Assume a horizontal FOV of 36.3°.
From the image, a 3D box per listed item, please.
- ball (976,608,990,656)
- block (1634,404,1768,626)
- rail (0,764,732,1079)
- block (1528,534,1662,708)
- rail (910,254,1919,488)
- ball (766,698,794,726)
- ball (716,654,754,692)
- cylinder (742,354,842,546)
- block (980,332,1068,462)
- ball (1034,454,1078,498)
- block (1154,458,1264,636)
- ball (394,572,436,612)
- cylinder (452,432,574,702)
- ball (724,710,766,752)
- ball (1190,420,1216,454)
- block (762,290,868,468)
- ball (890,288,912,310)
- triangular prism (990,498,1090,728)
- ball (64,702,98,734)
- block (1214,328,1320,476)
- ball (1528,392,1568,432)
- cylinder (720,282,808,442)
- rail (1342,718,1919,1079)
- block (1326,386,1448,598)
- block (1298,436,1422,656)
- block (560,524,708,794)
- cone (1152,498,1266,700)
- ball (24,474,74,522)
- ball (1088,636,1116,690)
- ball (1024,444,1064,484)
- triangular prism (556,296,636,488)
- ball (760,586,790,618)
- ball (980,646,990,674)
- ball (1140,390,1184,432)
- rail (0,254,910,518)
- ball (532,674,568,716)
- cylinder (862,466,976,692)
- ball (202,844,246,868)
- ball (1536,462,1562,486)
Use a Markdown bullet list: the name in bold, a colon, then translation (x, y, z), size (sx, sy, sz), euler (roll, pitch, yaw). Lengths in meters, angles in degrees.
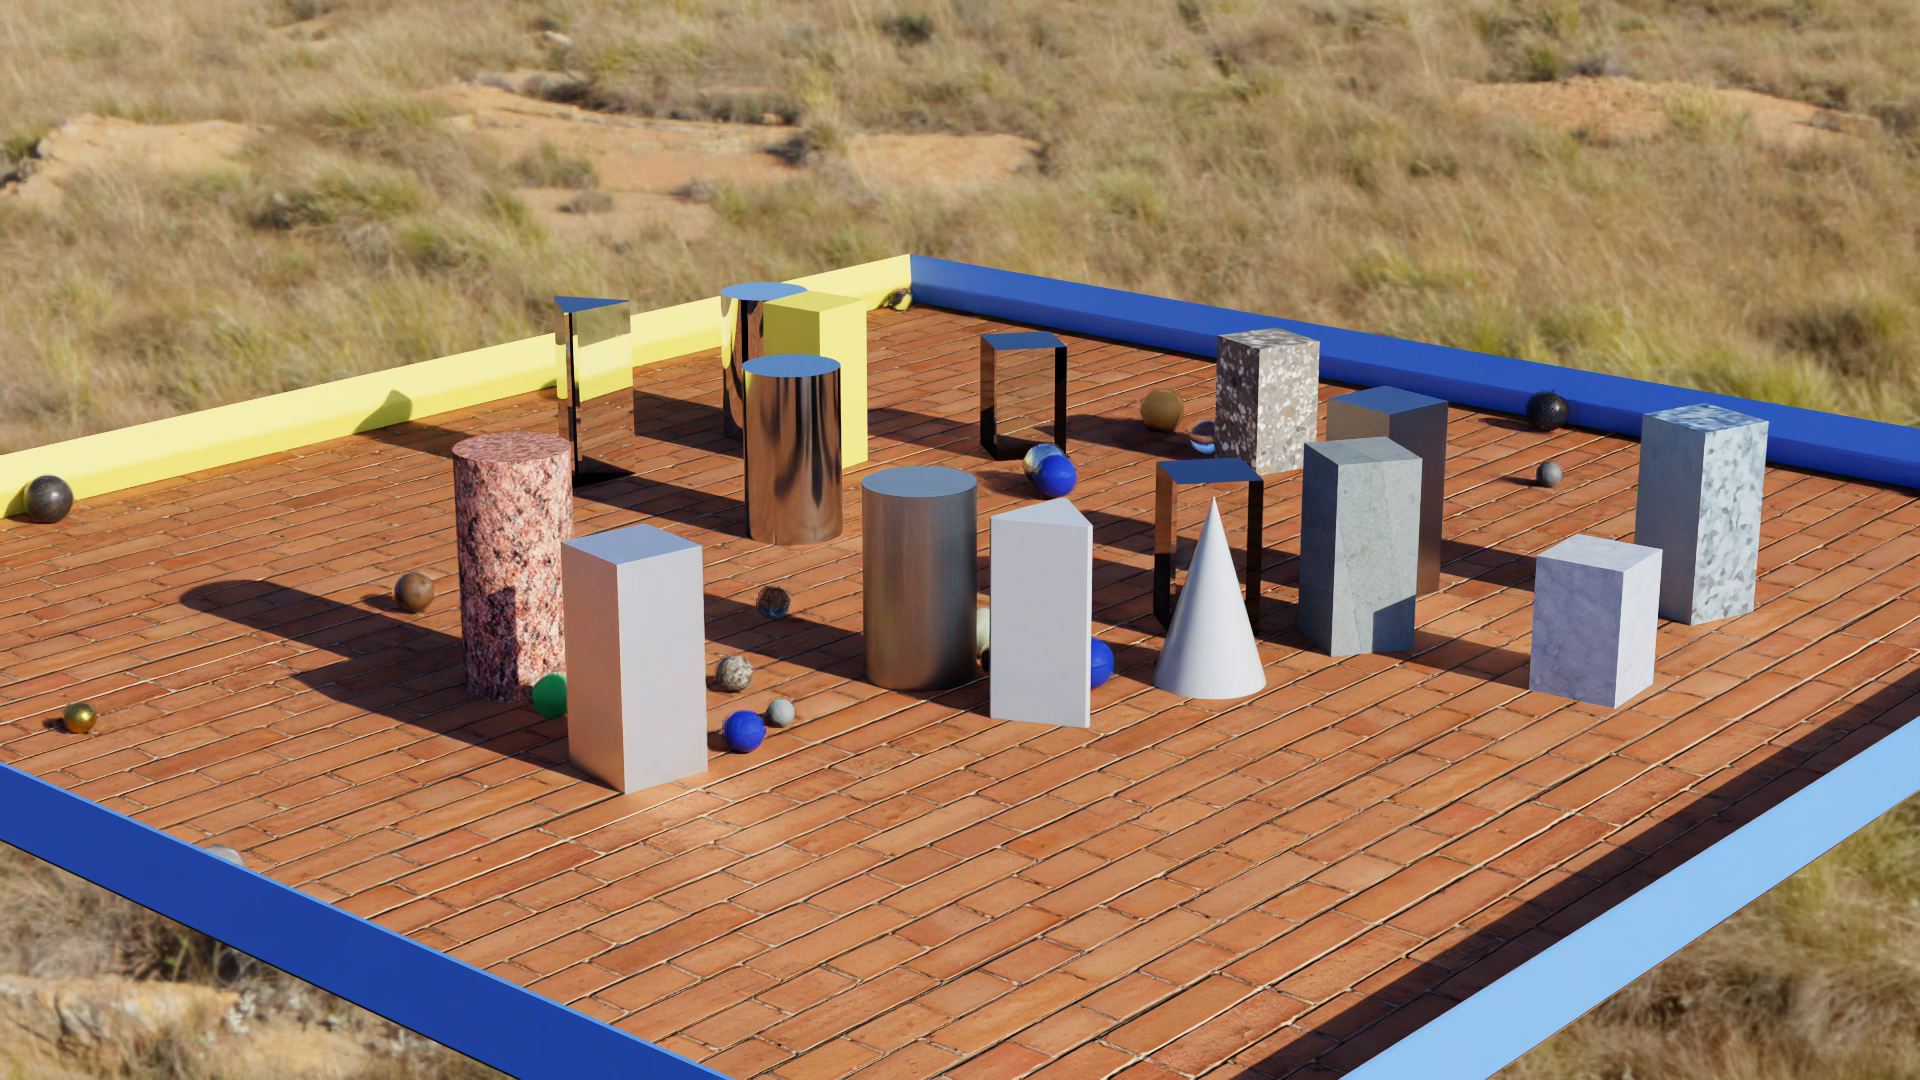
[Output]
- **ball**: translation (0.040, 0.150, 4.797), size (0.079, 0.079, 0.079), euler (0, 17, 0)
- **block**: translation (1.258, -0.045, 4.995), size (0.146, 0.337, 0.146), euler (-10, 20, -30)
- **rail**: translation (-1.116, 0.402, 3.891), size (3.334, 0.118, 0.045), euler (14, 22, 39)
- **block**: translation (1.002, 0.126, 4.625), size (0.146, 0.223, 0.146), euler (12, 21, 34)
- **rail**: translation (1.116, -0.343, 6.351), size (3.334, 0.118, 0.045), euler (14, 22, 39)
- **ball**: translation (-0.274, 0.264, 4.483), size (0.042, 0.042, 0.042), euler (0, 17, 0)
- **ball**: translation (-0.356, 0.210, 4.632), size (0.058, 0.058, 0.058), euler (0, 17, 0)
- **cylinder**: translation (-0.310, -0.168, 5.434), size (0.182, 0.318, 0.182), euler (0, 17, 0)
- **block**: translation (0.129, -0.295, 6.003), size (0.146, 0.231, 0.146), euler (-4, 17, -12)
- **ball**: translation (0.185, -0.123, 5.684), size (0.086, 0.086, 0.086), euler (0, 17, 0)
- **block**: translation (0.415, 0.014, 4.915), size (0.146, 0.270, 0.146), euler (-3, 17, -10)
- **ball**: translation (-0.933, 0.088, 5.017), size (0.069, 0.069, 0.069), euler (0, 17, 0)
- **cylinder**: translation (-0.698, 0.042, 4.616), size (0.182, 0.390, 0.182), euler (0, 17, 0)
- **ball**: translation (-0.322, 0.285, 4.377), size (0.064, 0.064, 0.064), euler (0, 17, 0)
- **ball**: translation (0.506, -0.210, 6.003), size (0.069, 0.069, 0.069), euler (0, 17, 0)
- **block**: translation (-0.290, -0.317, 5.900), size (0.146, 0.333, 0.146), euler (12, 21, 35)
- **ball**: translation (-0.147, -0.601, 7.315), size (0.056, 0.056, 0.056), euler (0, 17, 0)
- **triangular prism**: translation (0.140, 0.107, 4.518), size (0.158, 0.321, 0.137), euler (5, 18, 16)
- **ball**: translation (-1.335, 0.270, 4.453), size (0.048, 0.048, 0.048), euler (0, 17, 0)
- **block**: translation (0.617, -0.280, 5.907), size (0.146, 0.258, 0.146), euler (-9, 19, -28)
- **ball**: translation (1.239, -0.271, 6.177), size (0.083, 0.083, 0.083), euler (0, 17, 0)
- **cylinder**: translation (-0.407, -0.372, 6.133), size (0.182, 0.302, 0.182), euler (0, 17, 0)
- **rail**: translation (1.241, 0.342, 4.090), size (0.045, 0.118, 3.451), euler (14, 22, 39)
- **block**: translation (0.736, -0.078, 5.092), size (0.146, 0.342, 0.146), euler (-13, 21, -37)
- **block**: translation (0.657, 0.010, 4.835), size (0.146, 0.325, 0.146), euler (-5, 17, -15)
- **block**: translation (-0.473, 0.171, 4.266), size (0.146, 0.346, 0.146), euler (-14, 22, -38)
- **cone**: translation (0.398, 0.076, 4.644), size (0.182, 0.307, 0.182), euler (0, 17, 0)
- **ball**: translation (-1.719, -0.079, 5.529), size (0.091, 0.091, 0.091), euler (0, 17, 0)
- **ball**: translation (0.203, 0.195, 4.638), size (0.084, 0.084, 0.084), euler (0, 17, 0)
- **ball**: translation (0.166, -0.147, 5.767), size (0.085, 0.085, 0.085), euler (0, 17, 0)
- **triangular prism**: translation (-0.753, -0.300, 5.811), size (0.137, 0.352, 0.158), euler (16, 23, 42)
- **ball**: translation (-0.315, 0.106, 4.985), size (0.053, 0.053, 0.053), euler (0, 17, 0)
- **ball**: translation (0.061, 0.192, 4.696), size (0.056, 0.056, 0.056), euler (0, 17, 0)
- **ball**: translation (0.425, -0.273, 6.174), size (0.089, 0.089, 0.089), euler (0, 17, 0)
- **rail**: translation (-1.241, -0.283, 6.153), size (0.045, 0.118, 3.451), euler (14, 22, 39)
- **ball**: translation (-0.626, 0.239, 4.522), size (0.067, 0.067, 0.067), euler (0, 17, 0)
- **cylinder**: translation (-0.064, 0.061, 4.673), size (0.182, 0.320, 0.182), euler (0, 17, 0)
- **ball**: translation (-0.976, 0.438, 3.851), size (0.075, 0.075, 0.075), euler (0, 17, 0)
- **ball**: translation (1.159, -0.130, 5.768), size (0.051, 0.051, 0.051), euler (0, 17, 0)
